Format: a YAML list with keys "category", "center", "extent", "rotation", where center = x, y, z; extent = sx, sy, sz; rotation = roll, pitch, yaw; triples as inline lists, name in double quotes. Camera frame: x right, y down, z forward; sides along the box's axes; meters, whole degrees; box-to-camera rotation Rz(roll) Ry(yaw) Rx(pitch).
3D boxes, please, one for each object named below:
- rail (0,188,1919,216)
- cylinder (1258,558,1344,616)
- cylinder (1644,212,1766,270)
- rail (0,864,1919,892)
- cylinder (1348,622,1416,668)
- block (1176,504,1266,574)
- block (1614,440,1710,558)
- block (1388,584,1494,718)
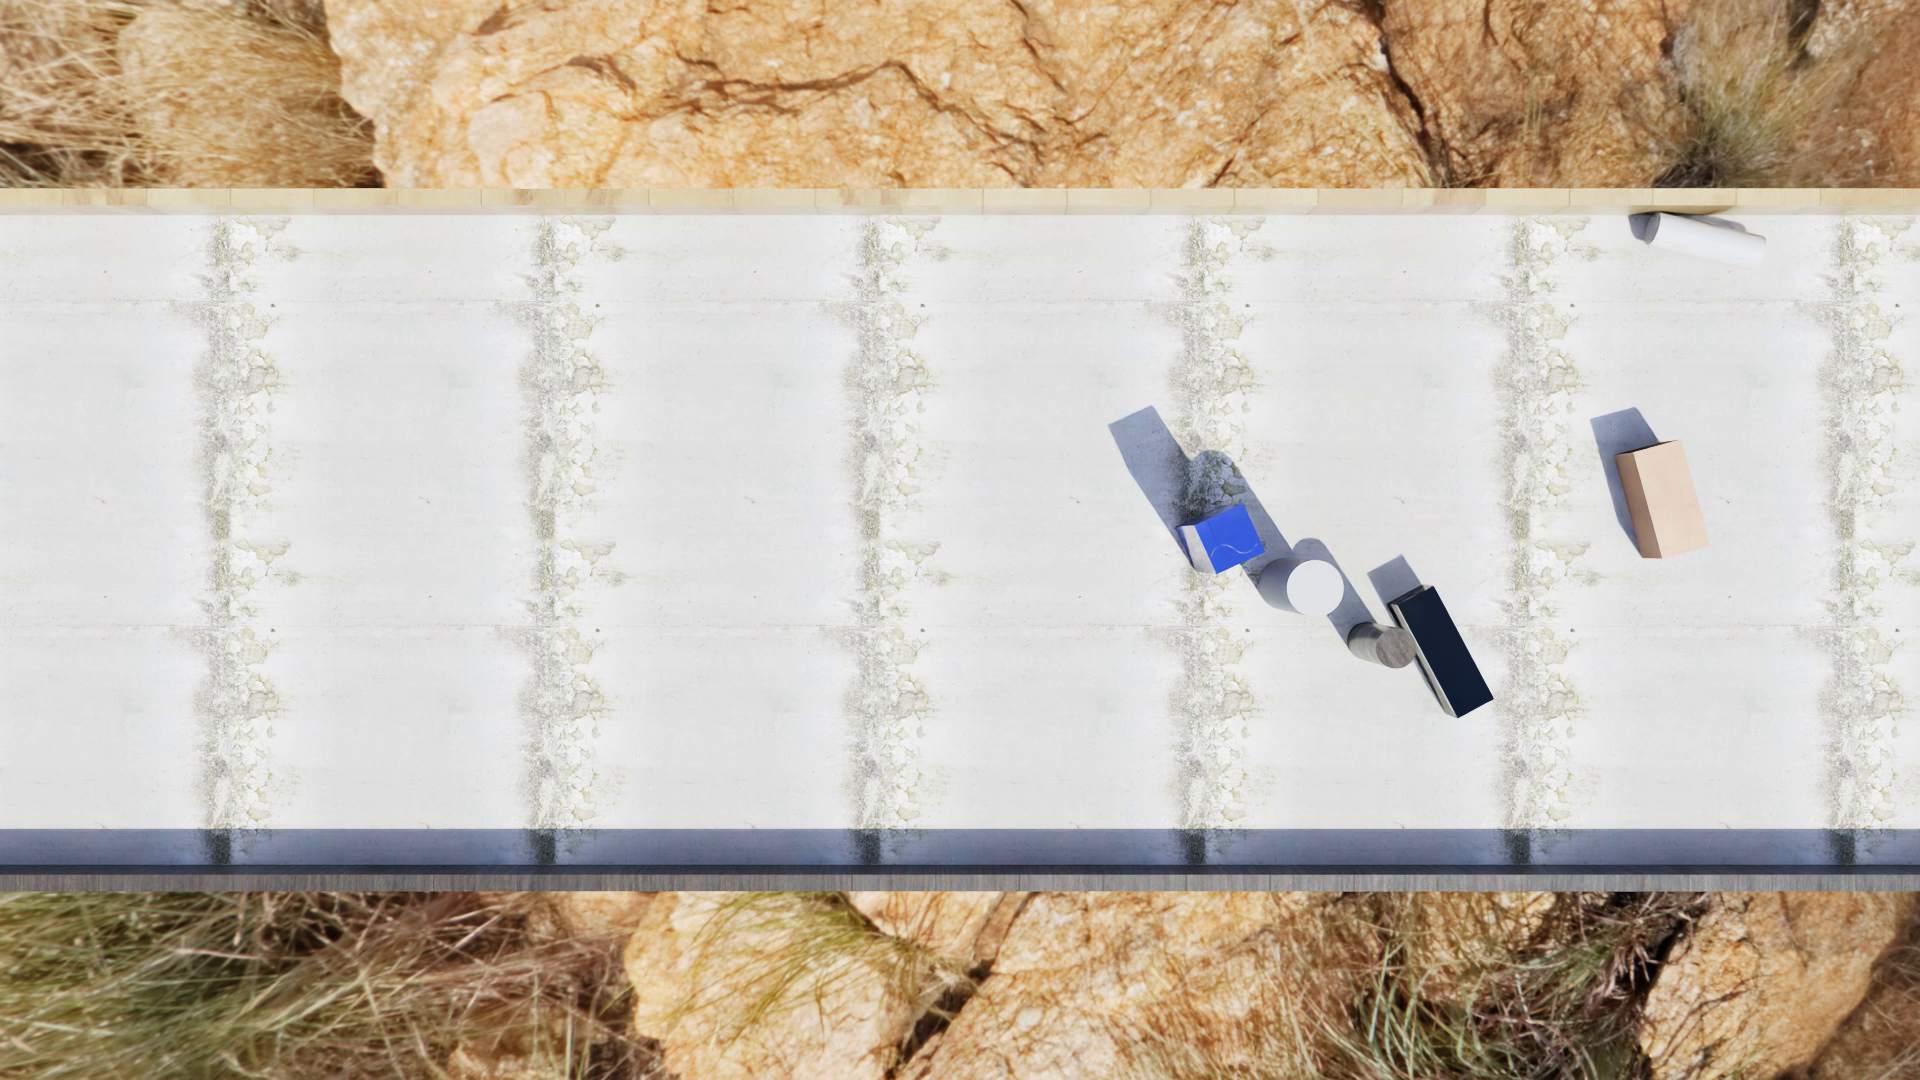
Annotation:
- category: "rail"
  center: [-2.247, -1.025, 5.002]
  extent: [12.000, 0.150, 0.050]
  rotation: [0, 90, 0]
- category: "cylinder"
  center: [0.998, 0.136, 4.854]
  extent: [0.160, 0.445, 0.160]
  rotation: [0, 90, 0]
- category: "cylinder"
  center: [2.270, -0.913, 5.025]
  extent: [0.329, 0.104, 0.104]
  rotation: [13, 90, 0]
- category: "rail"
  center: [-2.247, 1.025, 5.001]
  extent: [12.000, 0.150, 0.050]
  rotation: [0, 90, 0]
- category: "cylinder"
  center: [1.251, 0.311, 4.903]
  extent: [0.118, 0.347, 0.118]
  rotation: [0, 90, 0]
- category: "block"
  center: [0.762, -0.004, 4.868]
  extent: [0.152, 0.417, 0.152]
  rotation: [-25, 90, 0]
- category: "block"
  center: [2.127, -0.122, 5.002]
  extent: [0.149, 0.149, 0.330]
  rotation: [-15, 90, 0]
- category: "block"
  center: [1.459, 0.336, 5.014]
  extent: [0.125, 0.125, 0.387]
  rotation: [-28, 90, 0]
